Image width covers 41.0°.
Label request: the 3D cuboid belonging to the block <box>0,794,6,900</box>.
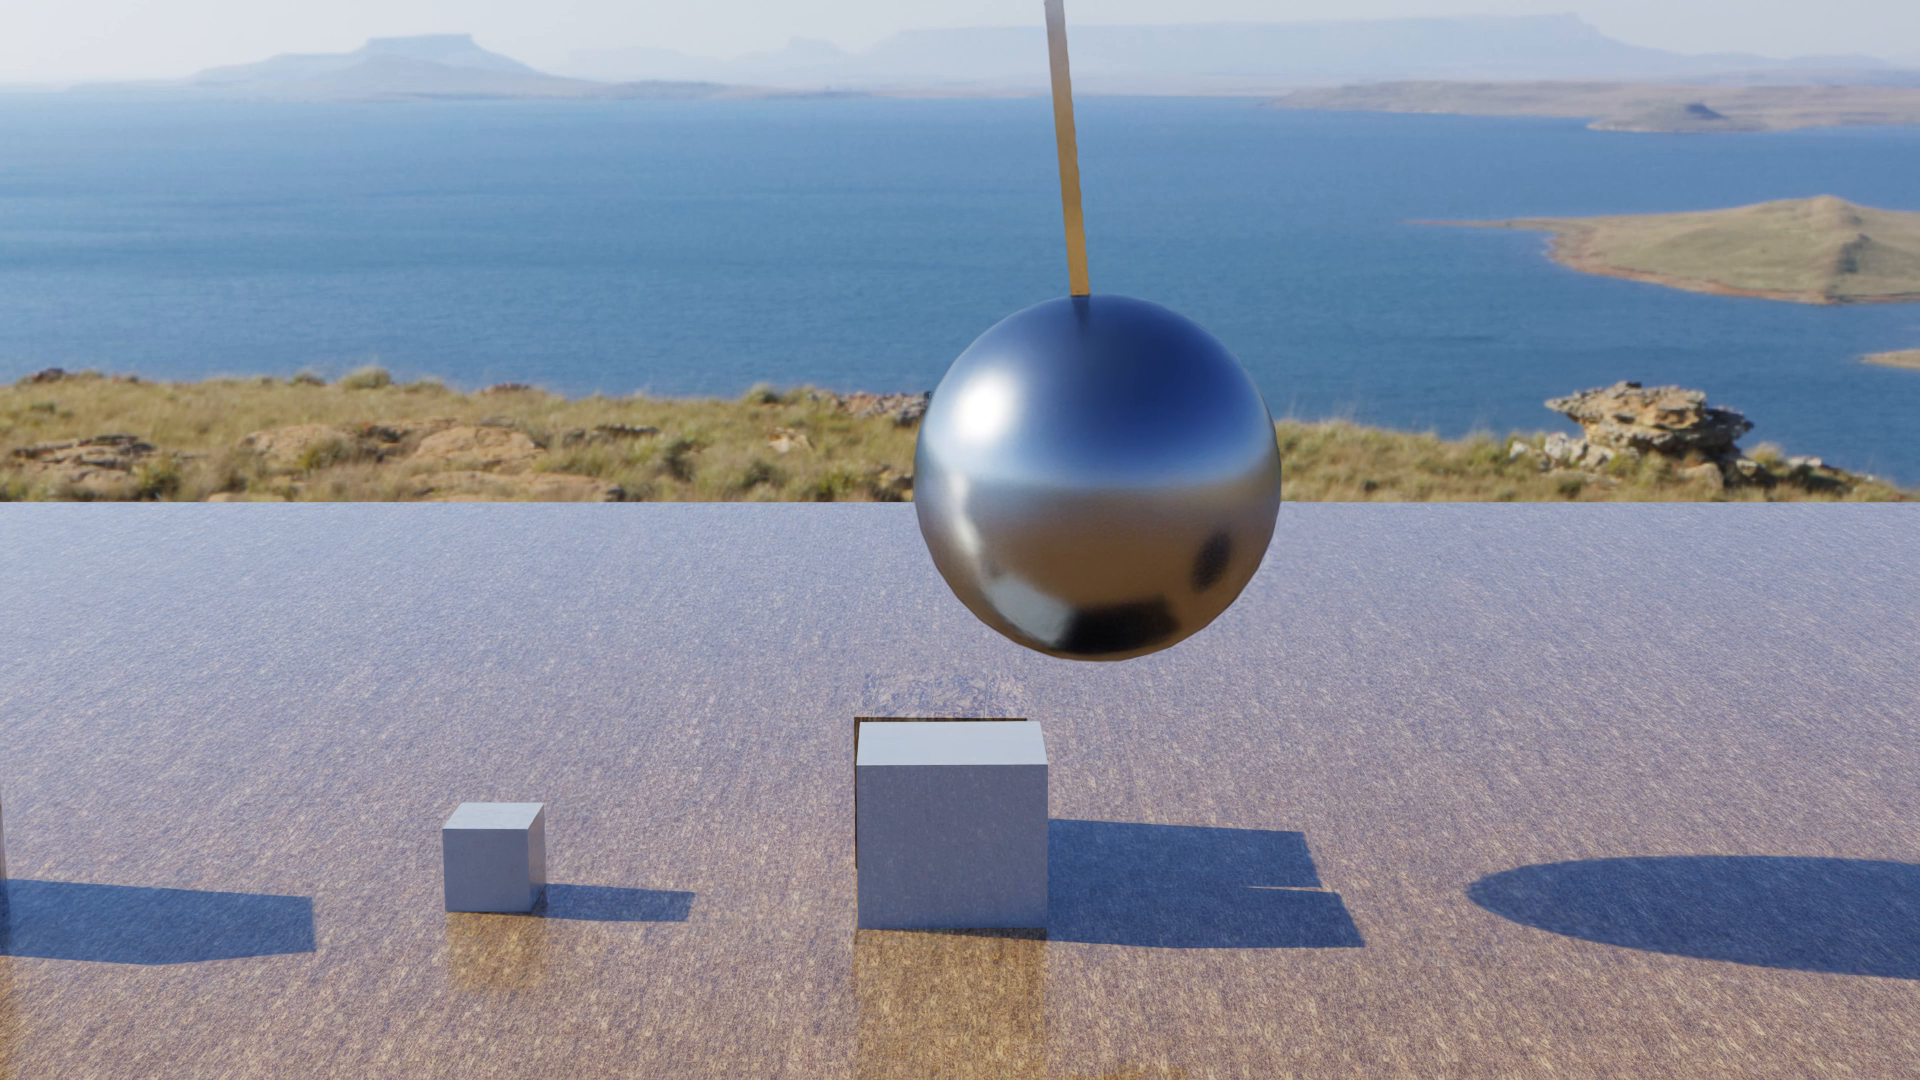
[{"bbox_3d":[-4.421,1.196,10.845,0.634,0.767,0.717,-3,11,-15],"label":"block"}]

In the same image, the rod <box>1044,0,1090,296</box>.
[{"bbox_3d":[0.257,-3.598,10.526,0.080,5.200,0.080,-6,10,1],"label":"rod"}]

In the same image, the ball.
[{"bbox_3d":[0.594,-0.270,11.131,1.600,1.600,1.600,0,10,0],"label":"ball"}]

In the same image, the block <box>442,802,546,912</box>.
[{"bbox_3d":[-2.001,1.363,11.047,0.362,0.366,0.393,0,10,1],"label":"block"}]

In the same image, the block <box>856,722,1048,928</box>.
[{"bbox_3d":[-0.038,1.207,10.963,0.788,0.703,0.710,0,10,-1],"label":"block"}]

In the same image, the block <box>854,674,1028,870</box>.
[{"bbox_3d":[-0.075,1.055,11.809,0.766,0.700,0.832,0,10,1],"label":"block"}]
